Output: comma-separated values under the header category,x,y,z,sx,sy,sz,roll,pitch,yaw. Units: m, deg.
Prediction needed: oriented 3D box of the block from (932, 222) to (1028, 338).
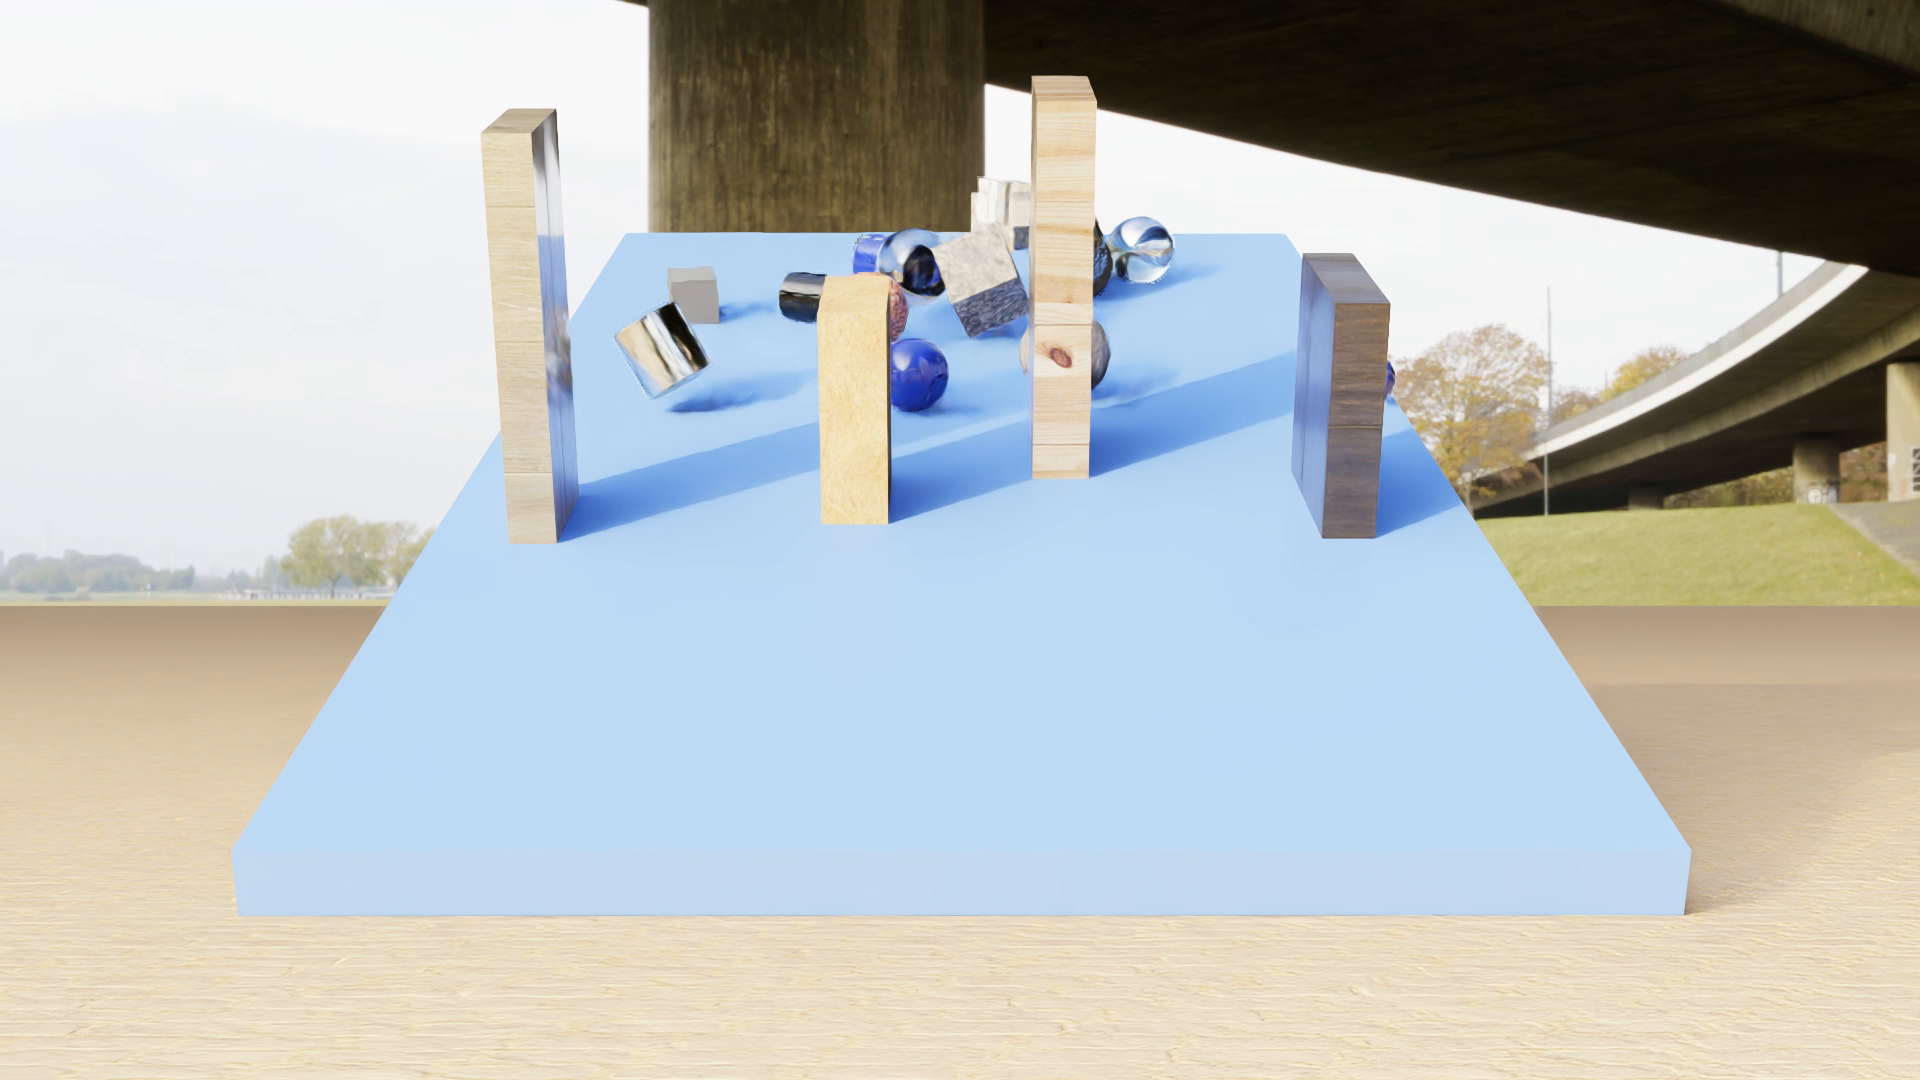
category,x,y,z,sx,sy,sz,roll,pitch,yaw
block,0.057,-0.645,5.624,0.174,0.174,0.174,-22,-28,5

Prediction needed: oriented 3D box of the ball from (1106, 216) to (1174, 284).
category,x,y,z,sx,sy,sz,roll,pitch,yaw
ball,0.494,-0.797,6.220,0.185,0.185,0.185,0,-2,0

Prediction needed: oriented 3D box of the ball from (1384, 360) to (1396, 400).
category,x,y,z,sx,sy,sz,roll,pitch,yaw
ball,0.919,-0.364,5.110,0.125,0.125,0.125,0,-2,0

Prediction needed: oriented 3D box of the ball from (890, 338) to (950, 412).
category,x,y,z,sx,sy,sz,roll,pitch,yaw
ball,-0.105,-0.369,5.061,0.166,0.166,0.166,0,-2,0

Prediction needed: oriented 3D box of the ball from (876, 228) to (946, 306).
category,x,y,z,sx,sy,sz,roll,pitch,yaw
ball,-0.116,-0.696,5.774,0.200,0.200,0.200,0,-2,0

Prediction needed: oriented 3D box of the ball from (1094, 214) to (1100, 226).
category,x,y,z,sx,sy,sz,roll,pitch,yaw
ball,0.303,-0.857,6.302,0.174,0.174,0.174,0,-2,0

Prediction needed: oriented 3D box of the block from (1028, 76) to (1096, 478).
category,x,y,z,sx,sy,sz,roll,pitch,yaw
block,0.206,-0.543,4.657,0.114,0.767,0.335,0,20,0

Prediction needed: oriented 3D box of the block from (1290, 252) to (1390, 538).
category,x,y,z,sx,sy,sz,roll,pitch,yaw
block,0.736,-0.289,4.410,0.101,0.457,0.421,0,20,0

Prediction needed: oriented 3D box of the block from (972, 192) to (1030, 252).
category,x,y,z,sx,sy,sz,roll,pitch,yaw
block,0.143,-0.951,6.692,0.154,0.154,0.154,16,25,37

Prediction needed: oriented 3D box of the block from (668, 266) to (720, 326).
category,x,y,z,sx,sy,sz,roll,pitch,yaw
block,-0.688,-0.629,5.837,0.117,0.117,0.117,-5,24,-11

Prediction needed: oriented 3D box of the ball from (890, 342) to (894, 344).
category,x,y,z,sx,sy,sz,roll,pitch,yaw
ball,-0.177,-0.396,5.197,0.124,0.124,0.124,0,-2,0

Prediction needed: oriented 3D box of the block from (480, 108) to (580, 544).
category,x,y,z,sx,sy,sz,roll,pitch,yaw
block,-0.803,-0.402,4.257,0.090,0.771,0.277,0,20,0

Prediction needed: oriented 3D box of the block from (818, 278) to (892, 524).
category,x,y,z,sx,sy,sz,roll,pitch,yaw
block,-0.203,-0.276,4.429,0.128,0.418,0.290,0,20,0

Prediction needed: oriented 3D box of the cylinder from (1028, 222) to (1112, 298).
category,x,y,z,sx,sy,sz,roll,pitch,yaw
cylinder,0.296,-0.762,6.087,0.210,0.210,0.210,0,20,-2

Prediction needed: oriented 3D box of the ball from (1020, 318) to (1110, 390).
category,x,y,z,sx,sy,sz,roll,pitch,yaw
ball,0.239,-0.425,5.157,0.207,0.207,0.207,0,-2,0

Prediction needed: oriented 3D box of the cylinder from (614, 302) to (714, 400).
category,x,y,z,sx,sy,sz,roll,pitch,yaw
cylinder,-0.658,-0.420,5.035,0.160,0.160,0.160,-30,2,1

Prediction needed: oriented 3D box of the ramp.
category,x,y,z,sx,sy,sz,roll,pitch,yaw
ramp,-0.005,-0.205,4.998,2.000,0.100,4.000,0,20,0

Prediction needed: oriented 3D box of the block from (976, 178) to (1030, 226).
category,x,y,z,sx,sy,sz,roll,pitch,yaw
block,0.121,-0.895,6.004,0.110,0.110,0.110,-2,16,-24

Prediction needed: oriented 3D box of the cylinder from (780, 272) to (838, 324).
category,x,y,z,sx,sy,sz,roll,pitch,yaw
cylinder,-0.379,-0.621,5.815,0.125,0.125,0.125,10,3,24

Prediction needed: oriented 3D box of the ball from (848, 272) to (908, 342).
category,x,y,z,sx,sy,sz,roll,pitch,yaw
ball,-0.224,-0.561,5.550,0.195,0.195,0.195,0,-2,0

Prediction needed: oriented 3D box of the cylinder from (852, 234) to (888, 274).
category,x,y,z,sx,sy,sz,roll,pitch,yaw
cylinder,-0.186,-0.745,6.125,0.149,0.149,0.149,14,6,32
